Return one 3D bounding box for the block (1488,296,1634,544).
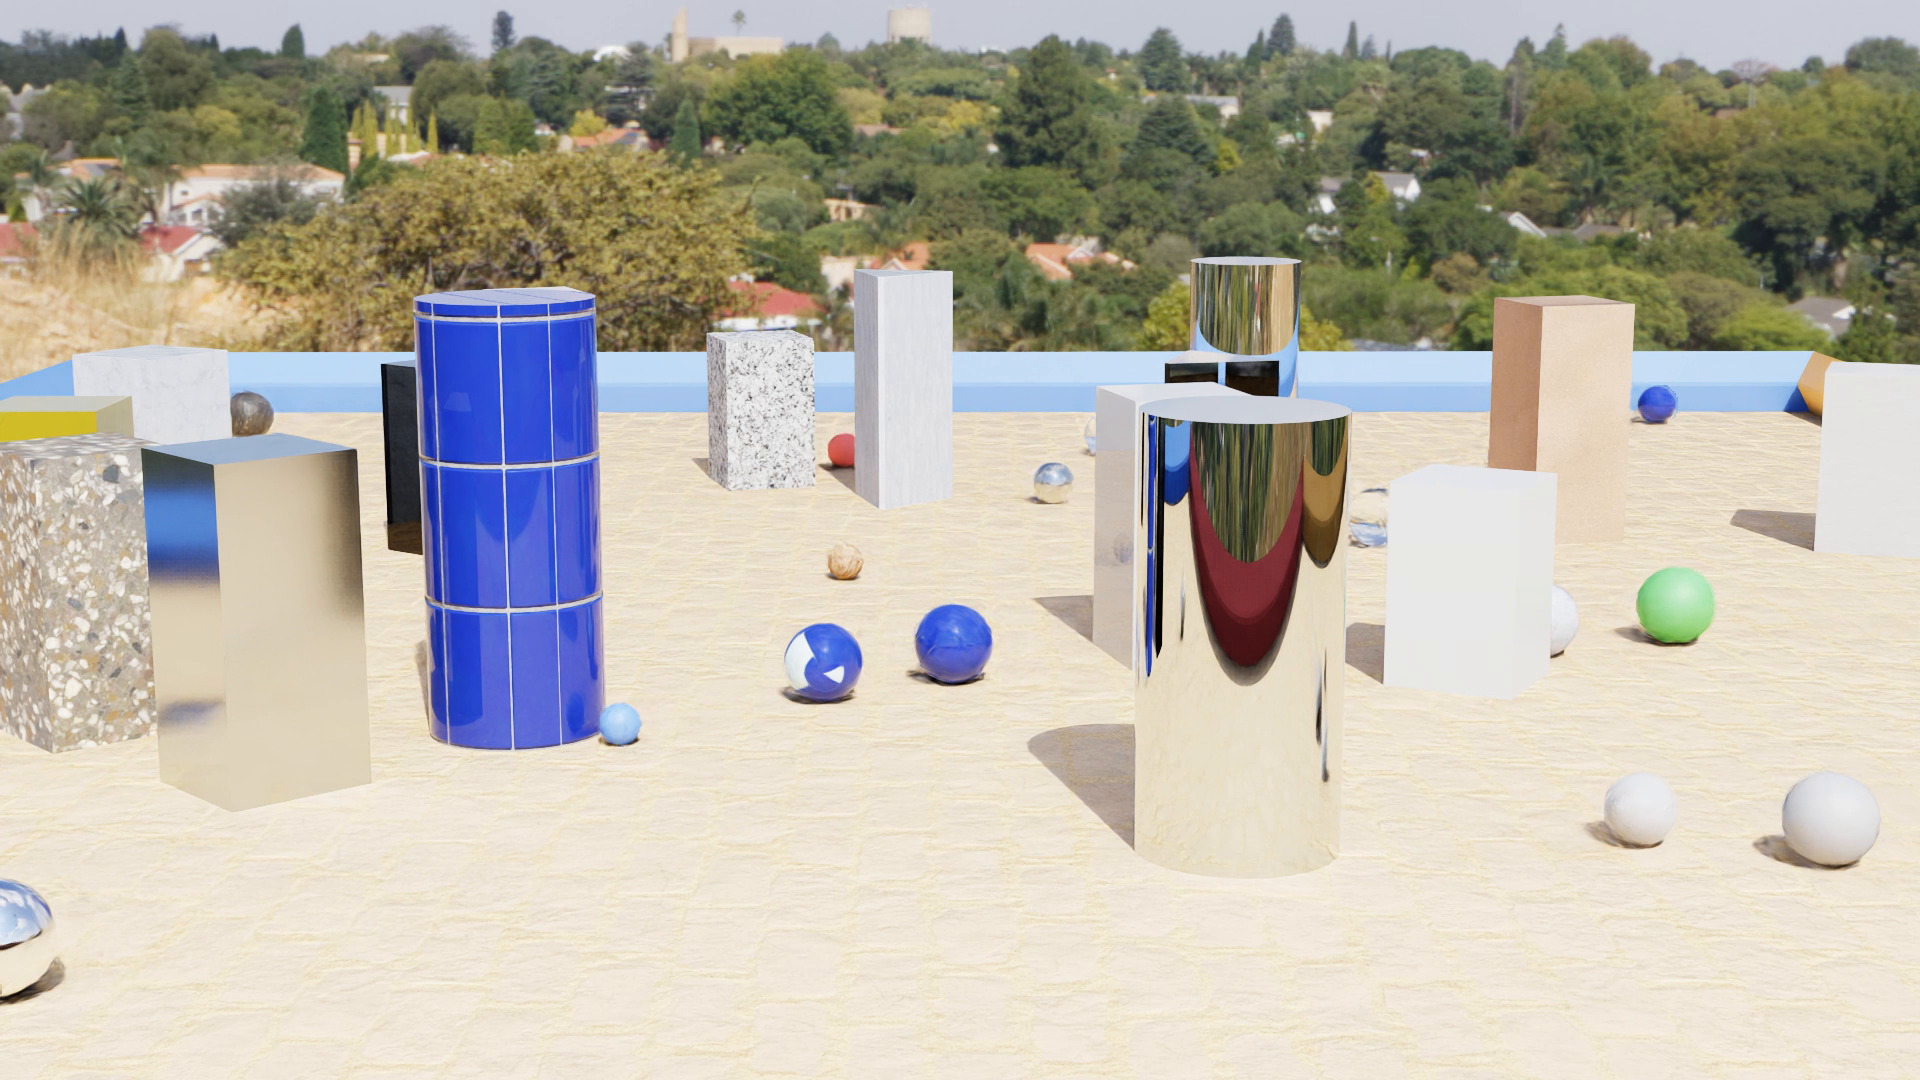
[{"bbox_3d":[0.930,-0.188,3.984,0.155,0.366,0.155,-3,11,-16],"label":"block"}]

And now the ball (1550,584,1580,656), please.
[{"bbox_3d":[0.722,0.098,3.190,0.093,0.093,0.093,0,11,0],"label":"ball"}]

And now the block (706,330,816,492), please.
[{"bbox_3d":[-0.350,-0.229,4.501,0.155,0.258,0.155,-3,11,-18],"label":"block"}]

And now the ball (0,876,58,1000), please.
[{"bbox_3d":[-0.761,0.314,2.020,0.097,0.097,0.097,0,11,0],"label":"ball"}]

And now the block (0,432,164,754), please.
[{"bbox_3d":[-0.964,0.053,2.820,0.155,0.317,0.155,-10,14,-42],"label":"block"}]

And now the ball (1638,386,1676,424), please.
[{"bbox_3d":[1.428,-0.278,5.259,0.077,0.077,0.077,0,11,0],"label":"ball"}]

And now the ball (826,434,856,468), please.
[{"bbox_3d":[-0.211,-0.163,4.676,0.064,0.064,0.064,0,11,0],"label":"ball"}]

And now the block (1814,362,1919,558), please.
[{"bbox_3d":[1.392,-0.124,3.896,0.155,0.272,0.155,4,11,22],"label":"block"}]

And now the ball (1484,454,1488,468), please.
[{"bbox_3d":[0.963,-0.139,4.590,0.048,0.048,0.048,0,11,0],"label":"ball"}]

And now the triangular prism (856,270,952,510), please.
[{"bbox_3d":[-0.124,-0.259,4.319,0.145,0.384,0.168,10,14,43],"label":"triangular prism"}]

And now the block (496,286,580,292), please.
[{"bbox_3d":[-0.768,-0.292,4.668,0.155,0.321,0.155,-5,11,-23],"label":"block"}]

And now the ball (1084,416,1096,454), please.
[{"bbox_3d":[0.273,-0.198,4.817,0.080,0.080,0.080,0,11,0],"label":"ball"}]

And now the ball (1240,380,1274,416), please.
[{"bbox_3d":[0.616,-0.296,5.355,0.077,0.077,0.077,0,11,0],"label":"ball"}]

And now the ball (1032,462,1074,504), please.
[{"bbox_3d":[0.157,-0.096,4.298,0.071,0.071,0.071,0,11,0],"label":"ball"}]

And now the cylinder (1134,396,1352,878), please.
[{"bbox_3d":[0.260,0.085,2.379,0.194,0.416,0.194,0,11,0],"label":"cylinder"}]

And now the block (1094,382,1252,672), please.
[{"bbox_3d":[0.264,-0.020,3.177,0.155,0.330,0.155,-3,11,-15],"label":"block"}]

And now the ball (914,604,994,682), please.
[{"bbox_3d":[-0.008,0.123,3.053,0.095,0.095,0.095,0,11,0],"label":"ball"}]

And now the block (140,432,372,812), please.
[{"bbox_3d":[-0.713,0.078,2.603,0.155,0.347,0.155,-10,14,-42],"label":"block"}]

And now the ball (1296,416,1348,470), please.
[{"bbox_3d":[0.658,-0.176,4.657,0.096,0.096,0.096,0,11,0],"label":"ball"}]

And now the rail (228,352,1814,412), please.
[{"bbox_3d":[-0.011,-0.330,5.400,3.634,0.126,0.045,0,11,0],"label":"rail"}]

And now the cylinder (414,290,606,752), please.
[{"bbox_3d":[-0.489,-0.026,2.801,0.194,0.479,0.194,0,11,0],"label":"cylinder"}]

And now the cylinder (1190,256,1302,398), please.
[{"bbox_3d":[0.502,-0.301,4.538,0.194,0.385,0.194,0,11,0],"label":"cylinder"}]

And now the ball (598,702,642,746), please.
[{"bbox_3d":[-0.368,0.199,2.777,0.046,0.046,0.046,0,11,0],"label":"ball"}]

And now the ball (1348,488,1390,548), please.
[{"bbox_3d":[0.636,-0.035,3.913,0.091,0.091,0.091,0,11,0],"label":"ball"}]

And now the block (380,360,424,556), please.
[{"bbox_3d":[-0.759,-0.127,3.883,0.155,0.284,0.155,8,13,36],"label":"block"}]

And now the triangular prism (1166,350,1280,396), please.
[{"bbox_3d":[0.351,-0.106,3.680,0.168,0.316,0.145,-3,11,-13],"label":"triangular prism"}]

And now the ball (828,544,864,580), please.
[{"bbox_3d":[-0.164,0.031,3.668,0.051,0.051,0.051,0,11,0],"label":"ball"}]

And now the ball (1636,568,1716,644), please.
[{"bbox_3d":[0.909,0.083,3.259,0.097,0.097,0.097,0,11,0],"label":"ball"}]

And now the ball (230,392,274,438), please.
[{"bbox_3d":[-1.392,-0.243,5.019,0.096,0.096,0.096,0,11,0],"label":"ball"}]

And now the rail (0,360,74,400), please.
[{"bbox_3d":[-1.793,0.034,3.439,0.045,0.126,4.016,0,11,0],"label":"rail"}]

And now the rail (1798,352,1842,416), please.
[{"bbox_3d":[1.793,0.030,3.459,0.045,0.126,4.016,0,11,0],"label":"rail"}]

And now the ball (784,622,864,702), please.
[{"bbox_3d":[-0.158,0.141,2.963,0.092,0.092,0.092,0,11,0],"label":"ball"}]

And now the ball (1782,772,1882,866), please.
[{"bbox_3d":[0.800,0.256,2.358,0.087,0.087,0.087,0,11,0],"label":"ball"}]

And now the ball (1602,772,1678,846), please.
[{"bbox_3d":[0.641,0.254,2.420,0.069,0.069,0.069,0,11,0],"label":"ball"}]

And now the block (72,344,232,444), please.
[{"bbox_3d":[-1.195,-0.126,3.813,0.155,0.307,0.155,6,12,27],"label":"block"}]

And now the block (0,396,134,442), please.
[{"bbox_3d":[-1.164,-0.030,3.322,0.155,0.296,0.155,0,11,-1],"label":"block"}]

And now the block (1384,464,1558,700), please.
[{"bbox_3d":[0.608,0.046,3.055,0.155,0.245,0.155,6,12,28],"label":"block"}]
